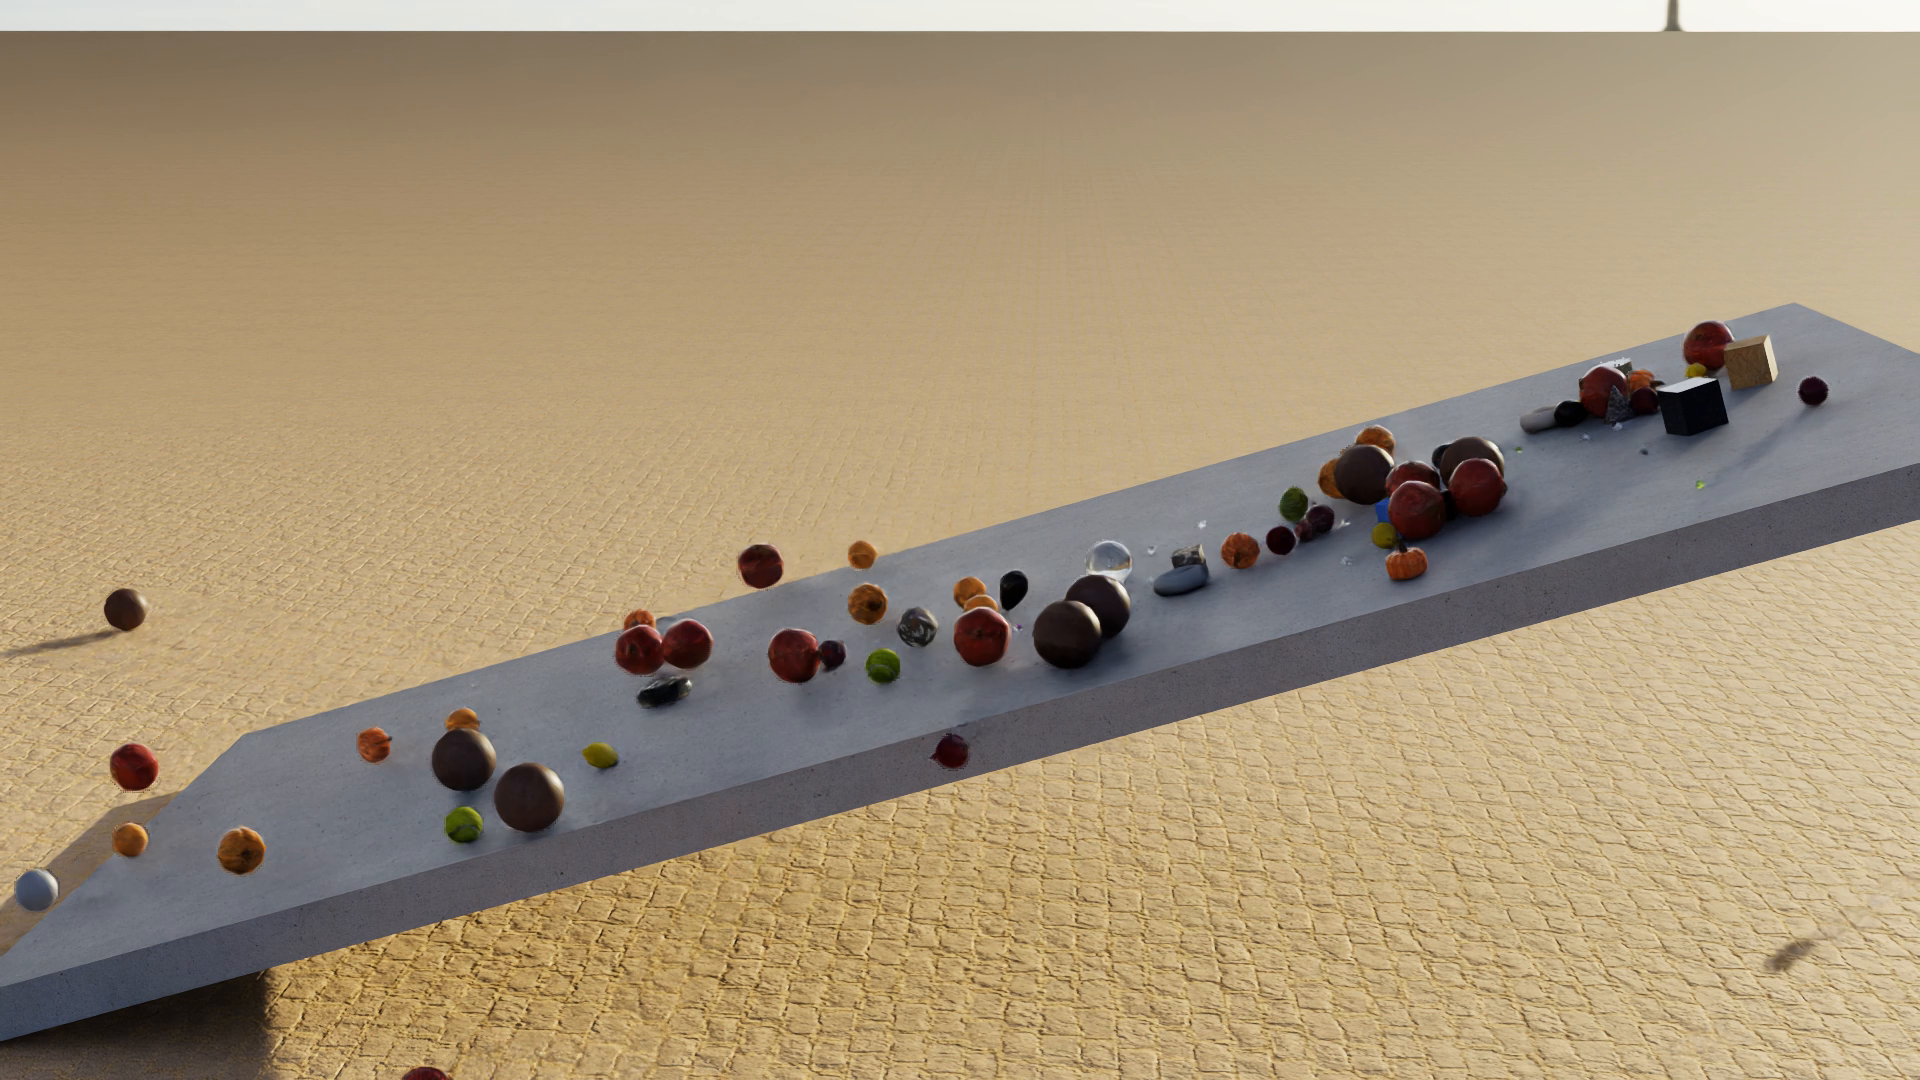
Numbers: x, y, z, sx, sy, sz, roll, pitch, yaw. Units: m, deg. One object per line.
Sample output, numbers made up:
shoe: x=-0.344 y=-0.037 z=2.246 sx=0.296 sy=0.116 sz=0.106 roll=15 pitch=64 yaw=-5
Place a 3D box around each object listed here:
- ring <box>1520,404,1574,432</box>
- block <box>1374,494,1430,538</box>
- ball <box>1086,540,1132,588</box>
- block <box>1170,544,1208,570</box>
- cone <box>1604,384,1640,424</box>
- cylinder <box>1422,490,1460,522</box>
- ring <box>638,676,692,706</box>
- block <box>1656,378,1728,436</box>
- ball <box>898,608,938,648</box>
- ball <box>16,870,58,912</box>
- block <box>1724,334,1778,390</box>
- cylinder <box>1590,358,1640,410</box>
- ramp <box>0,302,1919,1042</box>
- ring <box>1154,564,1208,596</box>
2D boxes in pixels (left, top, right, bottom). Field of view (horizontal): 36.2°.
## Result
ring: x=1.296 y=-0.271 z=6.500 sx=0.118 sy=0.039 sz=0.118 roll=-16 pitch=8 yaw=2
block: x=0.878 y=-0.048 z=5.841 sx=0.069 sy=0.069 sz=0.069 roll=-20 pitch=10 yaw=-23
ball: x=0.312 y=0.051 z=6.139 sx=0.097 sy=0.097 sz=0.097 roll=0 pitch=11 yaw=0
block: x=0.468 y=0.049 z=6.004 sx=0.058 sy=0.058 sz=0.058 roll=-14 pitch=10 yaw=12
cone: x=1.416 y=-0.298 z=6.337 sx=0.079 sy=0.079 sz=0.079 roll=-16 pitch=10 yaw=3
cylinder: x=0.951 y=-0.066 z=5.852 sx=0.060 sy=0.060 sz=0.060 roll=-9 pitch=3 yaw=-39
ring: x=-0.635 y=0.326 z=6.322 sx=0.122 sy=0.041 sz=0.122 roll=-15 pitch=9 yaw=2
block: x=1.498 y=-0.273 z=6.014 sx=0.093 sy=0.093 sz=0.093 roll=-18 pitch=10 yaw=-12
ball: x=-0.088 y=0.181 z=6.105 sx=0.083 sy=0.083 sz=0.083 roll=0 pitch=11 yaw=0
ball: x=-1.900 y=0.721 z=6.055 sx=0.085 sy=0.085 sz=0.085 roll=0 pitch=11 yaw=0
block: x=1.697 y=-0.381 z=6.314 sx=0.087 sy=0.087 sz=0.087 roll=-12 pitch=11 yaw=25
cylinder: x=1.446 y=-0.343 z=6.497 sx=0.091 sy=0.091 sz=0.091 roll=-16 pitch=10 yaw=3
ramp: x=0.088 y=0.188 z=6.322 sx=4.000 sy=0.100 sz=2.000 roll=-16 pitch=10 yaw=5
ring: x=0.444 y=0.081 z=5.923 sx=0.116 sy=0.039 sz=0.116 roll=-19 pitch=7 yaw=2
